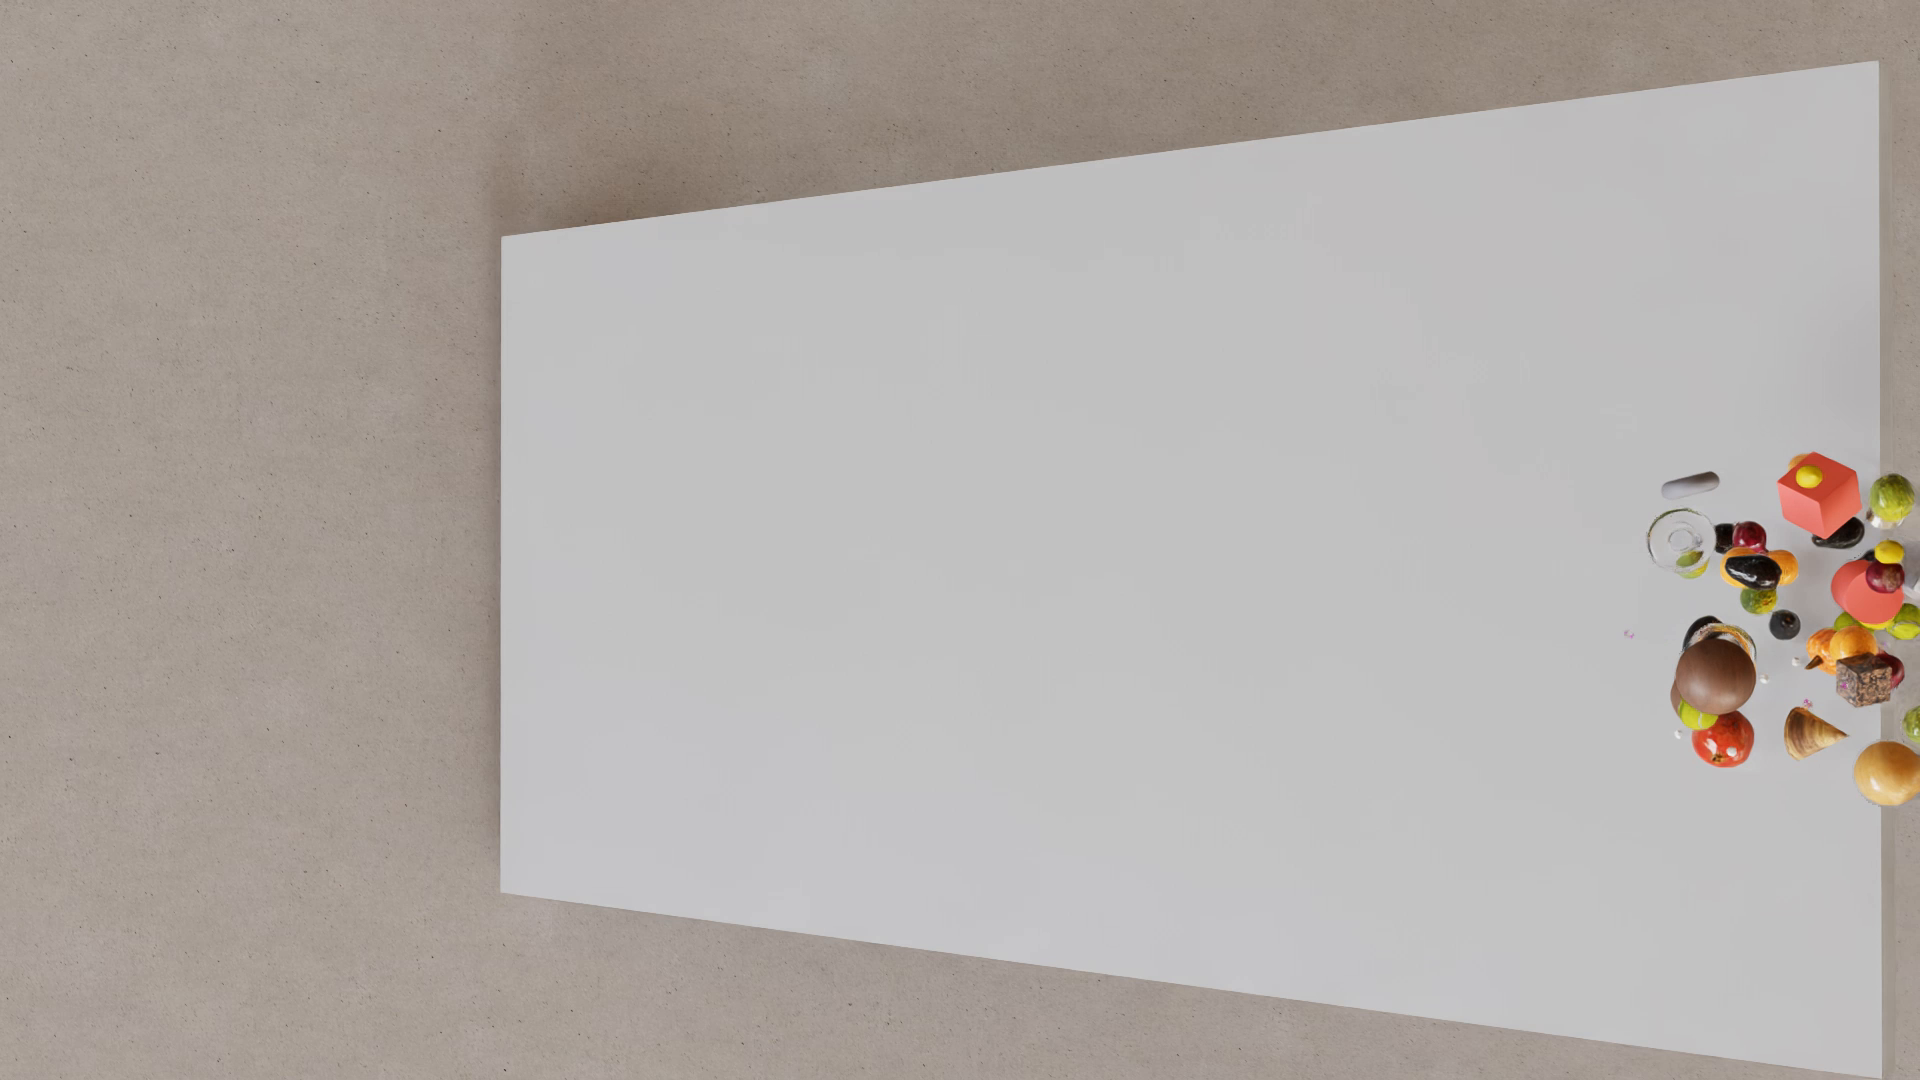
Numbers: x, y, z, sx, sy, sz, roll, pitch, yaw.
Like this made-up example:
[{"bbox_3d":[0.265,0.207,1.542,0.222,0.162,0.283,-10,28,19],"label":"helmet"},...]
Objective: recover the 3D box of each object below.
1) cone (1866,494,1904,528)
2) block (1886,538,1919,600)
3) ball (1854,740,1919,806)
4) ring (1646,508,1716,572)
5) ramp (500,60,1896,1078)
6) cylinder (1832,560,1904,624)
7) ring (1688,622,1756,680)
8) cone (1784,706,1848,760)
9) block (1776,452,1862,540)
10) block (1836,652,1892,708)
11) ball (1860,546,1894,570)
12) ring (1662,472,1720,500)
[{"bbox_3d":[1.447,-0.056,3.437,0.055,0.055,0.055,-10,50,12],"label":"cone"},{"bbox_3d":[1.659,0.056,3.784,0.083,0.083,0.083,25,91,-21],"label":"block"},{"bbox_3d":[1.309,0.329,3.098,0.091,0.091,0.091,0,90,0],"label":"ball"},{"bbox_3d":[1.321,0.001,4.027,0.123,0.041,0.123,2,103,10],"label":"ring"},{"bbox_3d":[0.233,0.065,5.553,4.000,0.100,2.000,0,89,37],"label":"ramp"},{"bbox_3d":[1.524,0.087,3.696,0.093,0.093,0.093,1,100,7],"label":"cylinder"},{"bbox_3d":[1.314,0.193,3.791,0.113,0.038,0.113,13,124,19],"label":"ring"},{"bbox_3d":[1.399,0.316,3.562,0.088,0.088,0.088,1,88,-39],"label":"cone"},{"bbox_3d":[1.533,-0.080,3.922,0.094,0.094,0.094,-37,129,-12],"label":"block"},{"bbox_3d":[1.432,0.222,3.484,0.059,0.059,0.059,-11,111,-6],"label":"block"},{"bbox_3d":[1.792,0.058,4.275,0.090,0.090,0.090,0,90,0],"label":"ball"},{"bbox_3d":[1.450,-0.107,4.367,0.114,0.114,0.038,-14,86,0],"label":"ring"}]
